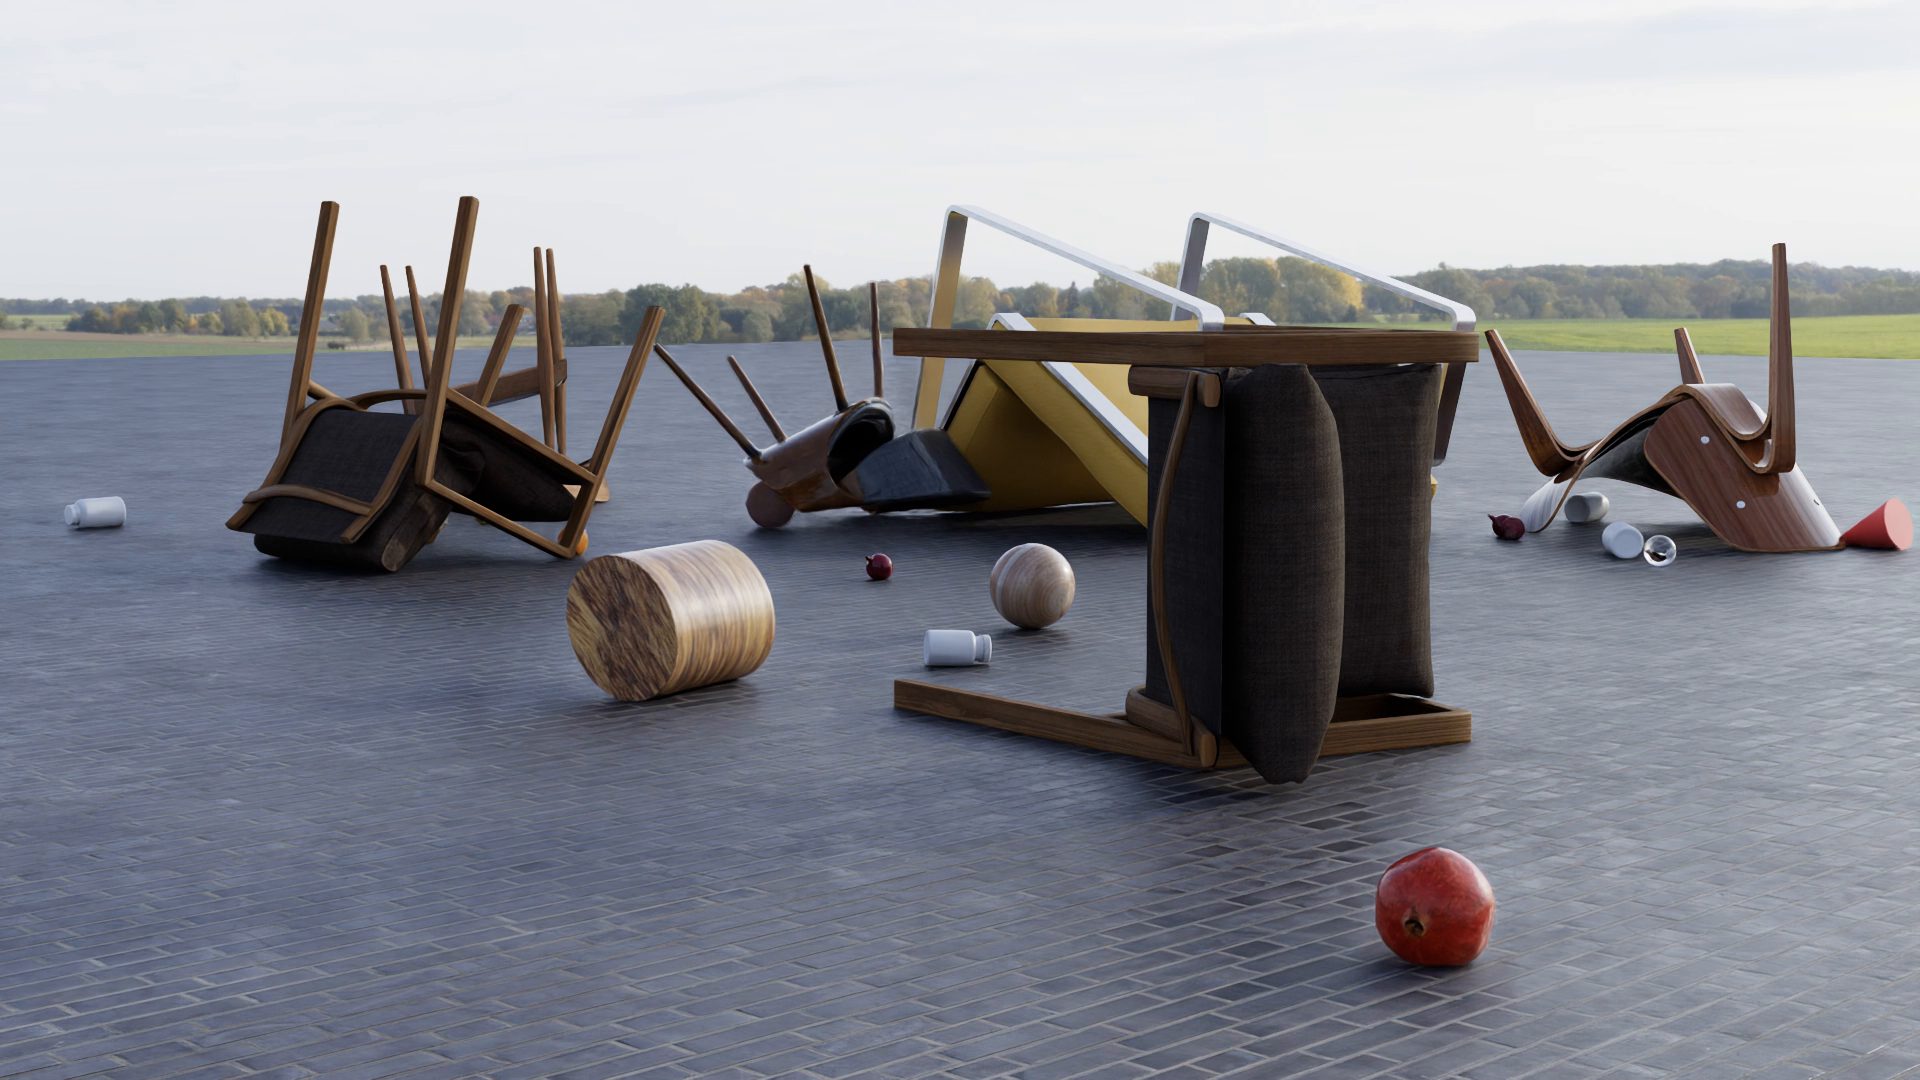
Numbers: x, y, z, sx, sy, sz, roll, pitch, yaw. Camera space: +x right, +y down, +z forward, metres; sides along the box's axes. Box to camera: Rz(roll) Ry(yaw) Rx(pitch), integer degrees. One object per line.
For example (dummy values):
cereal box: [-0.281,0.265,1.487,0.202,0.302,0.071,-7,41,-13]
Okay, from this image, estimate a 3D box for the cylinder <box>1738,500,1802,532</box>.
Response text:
cylinder: [2.109,-0.062,6.682,0.160,0.069,0.165,3,7,27]

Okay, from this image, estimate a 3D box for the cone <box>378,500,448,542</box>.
cone: [-1.410,-0.025,6.420,0.135,0.100,0.267,-20,1,26]

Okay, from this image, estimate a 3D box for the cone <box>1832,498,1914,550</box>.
cone: [2.207,-0.015,6.261,0.183,0.126,0.145,-21,8,44]

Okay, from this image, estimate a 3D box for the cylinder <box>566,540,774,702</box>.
cylinder: [-0.459,0.125,4.094,0.202,0.237,0.270,-35,-12,28]

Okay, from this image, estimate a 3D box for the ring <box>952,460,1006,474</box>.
ring: [0.063,-0.244,8.595,0.204,0.039,0.158,-6,8,-41]

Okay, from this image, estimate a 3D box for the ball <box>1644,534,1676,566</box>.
ball: [1.588,0.025,5.821,0.073,0.073,0.073,0,6,0]

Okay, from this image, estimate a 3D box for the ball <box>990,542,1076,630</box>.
ball: [0.135,0.086,4.793,0.161,0.161,0.161,0,6,0]
